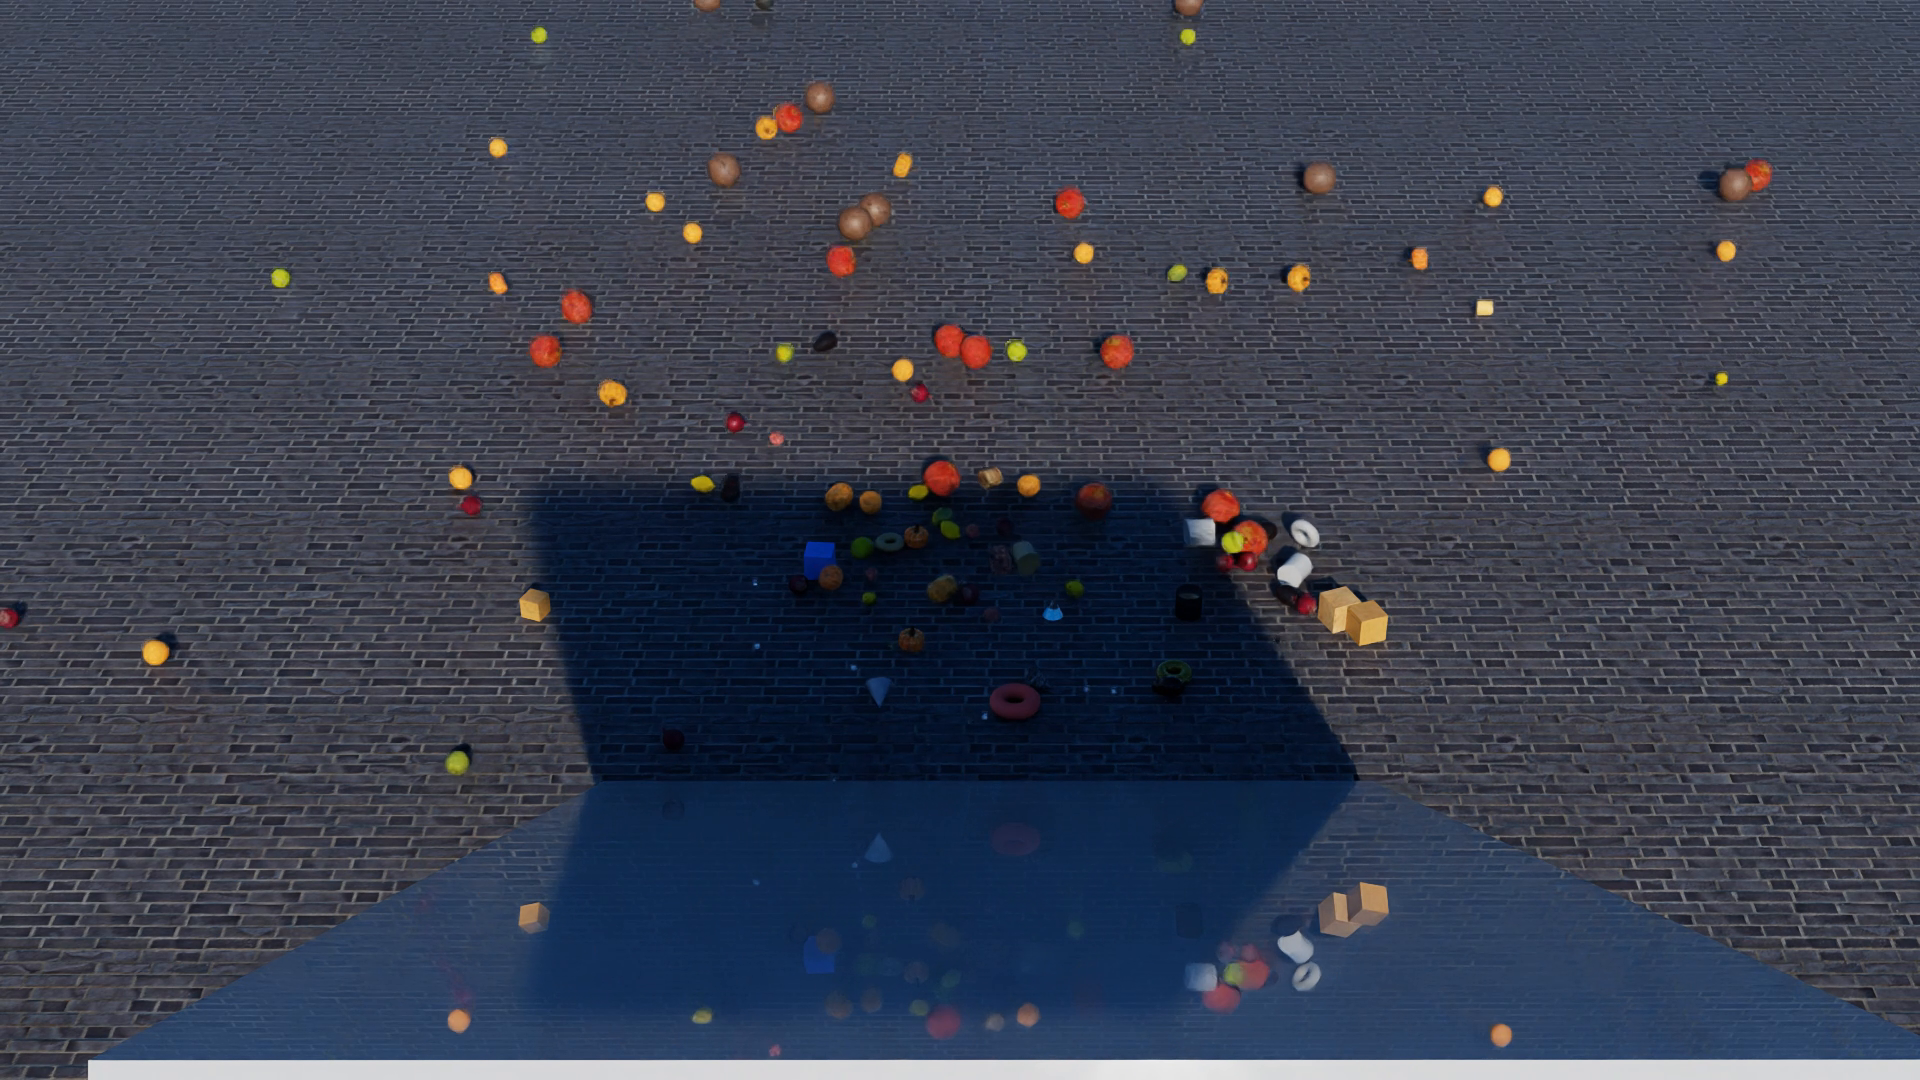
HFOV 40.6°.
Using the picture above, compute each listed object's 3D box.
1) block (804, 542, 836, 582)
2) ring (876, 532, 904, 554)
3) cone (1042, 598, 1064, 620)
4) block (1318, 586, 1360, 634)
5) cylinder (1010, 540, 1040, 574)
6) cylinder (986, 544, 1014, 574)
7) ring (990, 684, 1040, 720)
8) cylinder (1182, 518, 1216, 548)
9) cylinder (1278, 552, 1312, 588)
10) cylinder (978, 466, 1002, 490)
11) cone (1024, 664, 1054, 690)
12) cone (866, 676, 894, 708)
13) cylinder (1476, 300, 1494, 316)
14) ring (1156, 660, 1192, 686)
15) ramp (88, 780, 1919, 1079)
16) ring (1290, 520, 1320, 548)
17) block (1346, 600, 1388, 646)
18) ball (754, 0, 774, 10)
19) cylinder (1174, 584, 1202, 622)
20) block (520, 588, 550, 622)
[{"bbox_3d":[-0.417,0.063,7.700,0.082,0.082,0.082,3,33,5],"label":"block"},{"bbox_3d":[-0.211,0.009,7.832,0.090,0.030,0.090,0,34,0],"label":"ring"},{"bbox_3d":[0.270,0.192,7.522,0.060,0.060,0.060,0,33,0],"label":"cone"},{"bbox_3d":[1.095,0.201,7.483,0.087,0.087,0.087,-13,35,-19],"label":"block"},{"bbox_3d":[0.195,0.052,7.724,0.074,0.074,0.074,-9,34,-13],"label":"cylinder"},{"bbox_3d":[0.120,0.060,7.720,0.066,0.066,0.066,-8,50,-12],"label":"cylinder"},{"bbox_3d":[0.151,0.445,7.144,0.143,0.048,0.143,-1,33,1],"label":"ring"},{"bbox_3d":[0.723,-0.023,7.832,0.083,0.083,0.083,-5,33,-7],"label":"cylinder"},{"bbox_3d":[0.989,0.091,7.660,0.079,0.079,0.079,18,37,26],"label":"cylinder"},{"bbox_3d":[0.095,-0.194,8.121,0.055,0.055,0.055,-29,42,-24],"label":"cylinder"},{"bbox_3d":[0.227,0.398,7.227,0.079,0.079,0.079,26,33,-8],"label":"cone"},{"bbox_3d":[-0.223,0.431,7.176,0.078,0.078,0.078,-1,60,-2],"label":"cone"},{"bbox_3d":[1.834,-0.811,9.073,0.053,0.053,0.053,2,33,3],"label":"cylinder"},{"bbox_3d":[0.600,0.374,7.265,0.106,0.035,0.106,-1,33,1],"label":"ring"},{"bbox_3d":[0.073,0.640,4.754,2.000,0.100,4.000,0,-1,0],"label":"ramp"},{"bbox_3d":[1.040,-0.019,7.818,0.100,0.100,0.033,25,57,33],"label":"ring"},{"bbox_3d":[1.164,0.237,7.429,0.085,0.085,0.085,-12,35,-17],"label":"block"},{"bbox_3d":[-0.865,-2.390,11.475,0.087,0.087,0.087,0,33,0],"label":"ball"},{"bbox_3d":[0.664,0.182,7.521,0.077,0.077,0.077,0,33,0],"label":"cylinder"},{"bbox_3d":[-1.232,0.188,7.525,0.062,0.062,0.062,13,35,19],"label":"block"}]
